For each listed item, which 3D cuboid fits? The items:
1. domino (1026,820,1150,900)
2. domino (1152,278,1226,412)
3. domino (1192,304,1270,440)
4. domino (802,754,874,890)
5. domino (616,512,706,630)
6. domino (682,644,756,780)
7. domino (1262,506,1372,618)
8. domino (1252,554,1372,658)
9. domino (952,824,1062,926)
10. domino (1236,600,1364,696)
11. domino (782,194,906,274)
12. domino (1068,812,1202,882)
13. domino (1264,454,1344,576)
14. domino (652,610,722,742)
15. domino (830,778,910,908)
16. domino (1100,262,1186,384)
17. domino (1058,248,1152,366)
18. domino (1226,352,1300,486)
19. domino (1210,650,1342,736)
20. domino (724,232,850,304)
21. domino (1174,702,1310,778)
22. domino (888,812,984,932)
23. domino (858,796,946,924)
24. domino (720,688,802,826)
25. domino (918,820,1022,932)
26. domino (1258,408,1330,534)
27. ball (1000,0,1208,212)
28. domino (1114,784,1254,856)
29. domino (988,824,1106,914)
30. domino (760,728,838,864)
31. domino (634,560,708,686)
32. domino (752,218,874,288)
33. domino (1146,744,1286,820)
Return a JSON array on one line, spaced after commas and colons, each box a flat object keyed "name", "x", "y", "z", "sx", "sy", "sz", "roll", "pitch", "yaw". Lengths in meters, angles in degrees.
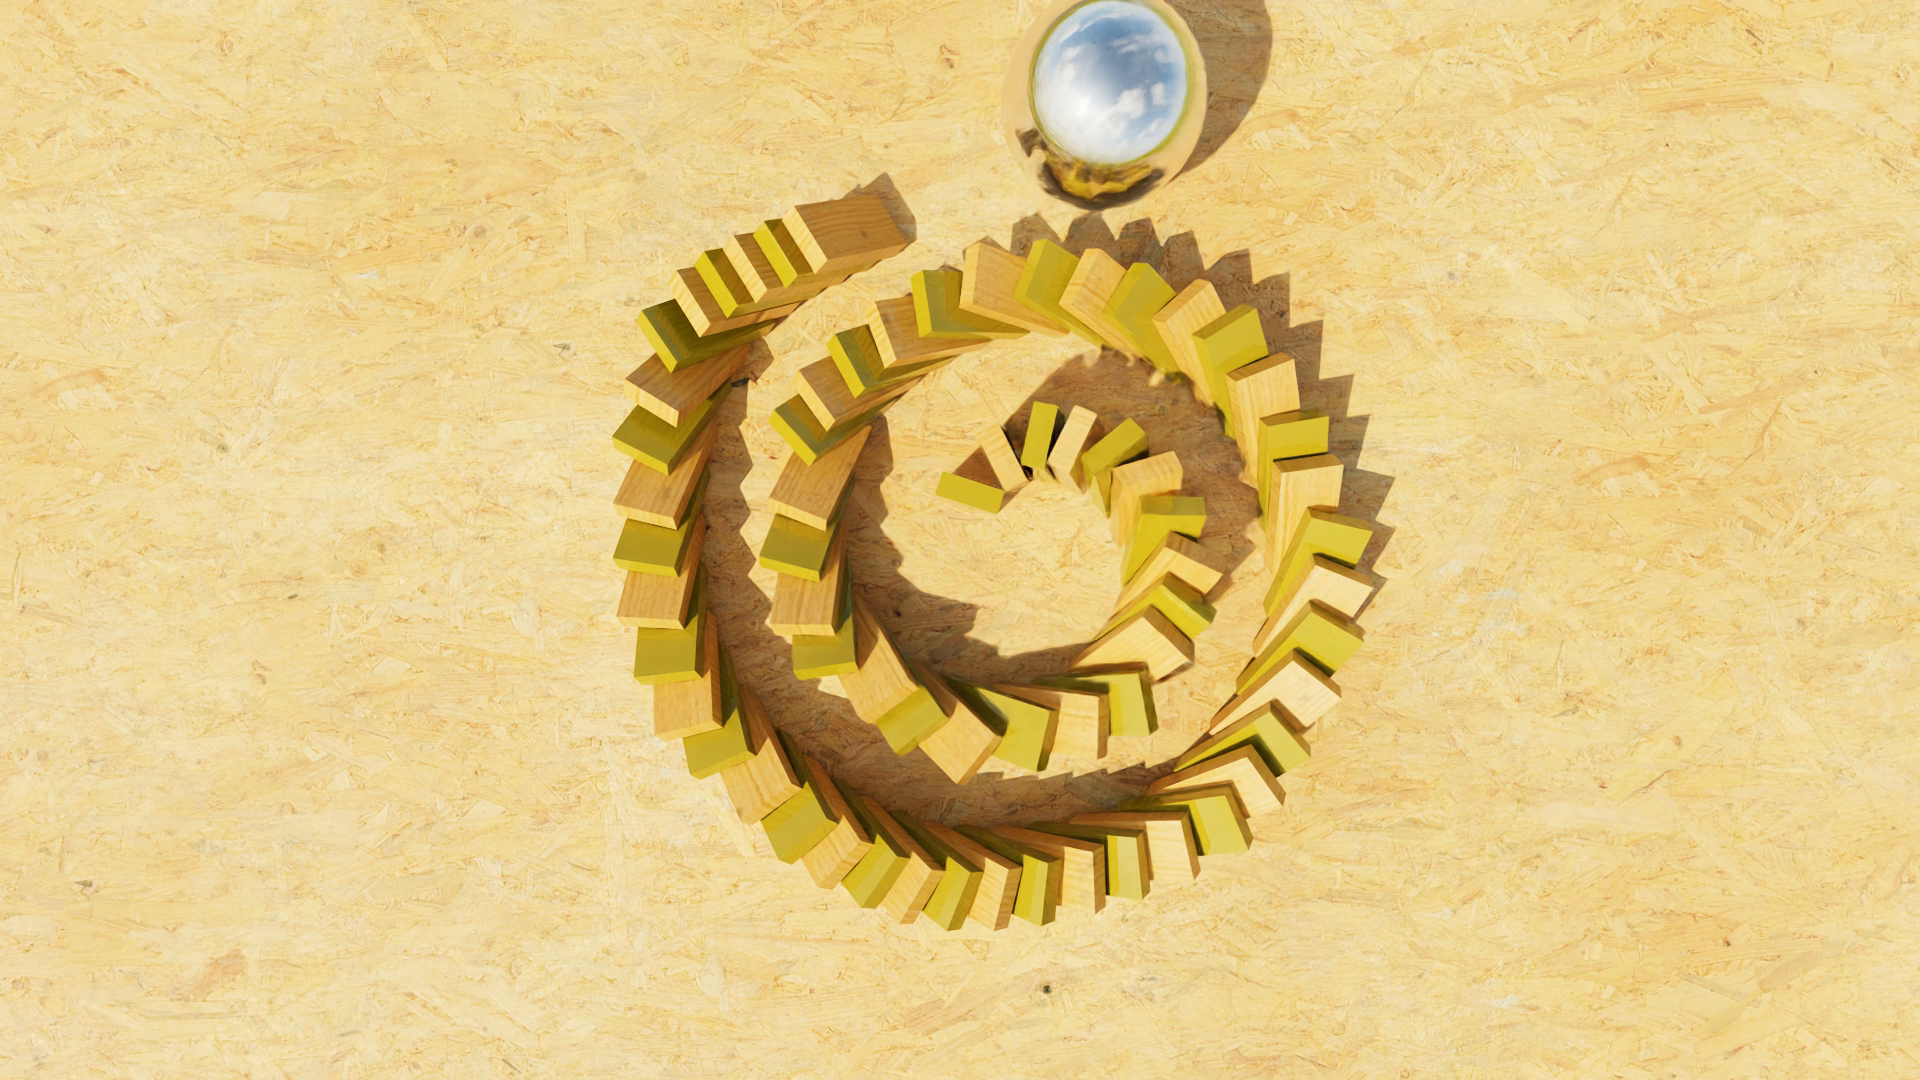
[{"name": "domino", "x": 0.053, "y": 0.133, "z": 0.383, "sx": 0.050, "sy": 0.009, "sz": 0.025, "roll": -6, "pitch": 90, "yaw": 32}, {"name": "domino", "x": 0.103, "y": -0.080, "z": 0.383, "sx": 0.025, "sy": 0.010, "sz": 0.050, "roll": -41, "pitch": 123, "yaw": 0}, {"name": "domino", "x": 0.116, "y": -0.069, "z": 0.382, "sx": 0.025, "sy": 0.009, "sz": 0.050, "roll": -32, "pitch": 122, "yaw": -4}, {"name": "domino", "x": -0.059, "y": 0.116, "z": 0.380, "sx": 0.025, "sy": 0.009, "sz": 0.050, "roll": -47, "pitch": 50, "yaw": 1}, {"name": "domino", "x": -0.124, "y": 0.012, "z": 0.384, "sx": 0.025, "sy": 0.010, "sz": 0.050, "roll": 3, "pitch": 62, "yaw": 1}, {"name": "domino", "x": -0.104, "y": 0.071, "z": 0.384, "sx": 0.025, "sy": 0.010, "sz": 0.050, "roll": -23, "pitch": 60, "yaw": 0}, {"name": "domino", "x": 0.149, "y": 0.012, "z": 0.383, "sx": 0.025, "sy": 0.010, "sz": 0.050, "roll": 13, "pitch": 121, "yaw": 0}, {"name": "domino", "x": 0.146, "y": 0.032, "z": 0.383, "sx": 0.025, "sy": 0.009, "sz": 0.050, "roll": 22, "pitch": 121, "yaw": -1}, {"name": "domino", "x": 0.017, "y": 0.138, "z": 0.380, "sx": 0.050, "sy": 0.009, "sz": 0.025, "roll": 6, "pitch": 90, "yaw": 40}, {"name": "domino", "x": 0.141, "y": 0.051, "z": 0.383, "sx": 0.025, "sy": 0.010, "sz": 0.050, "roll": 30, "pitch": 120, "yaw": -2}, {"name": "domino", "x": -0.047, "y": -0.127, "z": 0.379, "sx": 0.010, "sy": 0.050, "sz": 0.025, "roll": -32, "pitch": 90, "yaw": 43}, {"name": "domino", "x": 0.072, "y": 0.128, "z": 0.382, "sx": 0.050, "sy": 0.009, "sz": 0.025, "roll": -12, "pitch": 92, "yaw": 32}, {"name": "domino", "x": 0.143, "y": -0.010, "z": 0.382, "sx": 0.025, "sy": 0.010, "sz": 0.050, "roll": -8, "pitch": 123, "yaw": -1}, {"name": "domino", "x": -0.114, "y": 0.056, "z": 0.383, "sx": 0.025, "sy": 0.010, "sz": 0.050, "roll": -15, "pitch": 60, "yaw": 4}, {"name": "domino", "x": -0.045, "y": 0.125, "z": 0.380, "sx": 0.050, "sy": 0.010, "sz": 0.025, "roll": 37, "pitch": 93, "yaw": 40}, {"name": "domino", "x": 0.083, "y": -0.090, "z": 0.382, "sx": 0.050, "sy": 0.009, "sz": 0.025, "roll": 33, "pitch": 89, "yaw": -34}, {"name": "domino", "x": 0.066, "y": -0.096, "z": 0.382, "sx": 0.050, "sy": 0.010, "sz": 0.025, "roll": 27, "pitch": 90, "yaw": -34}, {"name": "domino", "x": 0.128, "y": -0.050, "z": 0.383, "sx": 0.025, "sy": 0.010, "sz": 0.050, "roll": -21, "pitch": 121, "yaw": -1}, {"name": "domino", "x": 0.131, "y": 0.071, "z": 0.383, "sx": 0.025, "sy": 0.009, "sz": 0.050, "roll": 38, "pitch": 120, "yaw": 0}, {"name": "domino", "x": -0.070, "y": -0.115, "z": 0.379, "sx": 0.010, "sy": 0.050, "sz": 0.025, "roll": -32, "pitch": 90, "yaw": 43}, {"name": "domino", "x": 0.118, "y": 0.092, "z": 0.384, "sx": 0.025, "sy": 0.010, "sz": 0.050, "roll": 48, "pitch": 118, "yaw": 0}, {"name": "domino", "x": -0.015, "y": 0.136, "z": 0.380, "sx": 0.050, "sy": 0.010, "sz": 0.025, "roll": 22, "pitch": 91, "yaw": 41}, {"name": "domino", "x": -0.031, "y": 0.132, "z": 0.380, "sx": 0.050, "sy": 0.010, "sz": 0.025, "roll": 32, "pitch": 92, "yaw": 40}, {"name": "domino", "x": -0.088, "y": 0.090, "z": 0.382, "sx": 0.025, "sy": 0.010, "sz": 0.050, "roll": -36, "pitch": 57, "yaw": 0}, {"name": "domino", "x": 0.001, "y": 0.138, "z": 0.380, "sx": 0.050, "sy": 0.010, "sz": 0.025, "roll": 14, "pitch": 90, "yaw": 41}, {"name": "domino", "x": 0.139, "y": -0.028, "z": 0.384, "sx": 0.025, "sy": 0.009, "sz": 0.050, "roll": -9, "pitch": 119, "yaw": 0}, {"name": "ball", "x": 0.056, "y": -0.172, "z": 0.360, "sx": 0.080, "sy": 0.080, "sz": 0.080, "roll": 0, "pitch": 90, "yaw": 0}, {"name": "domino", "x": 0.093, "y": 0.118, "z": 0.381, "sx": 0.050, "sy": 0.009, "sz": 0.025, "roll": -20, "pitch": 96, "yaw": 34}, {"name": "domino", "x": 0.036, "y": 0.136, "z": 0.381, "sx": 0.050, "sy": 0.010, "sz": 0.025, "roll": -1, "pitch": 91, "yaw": 36}, {"name": "domino", "x": -0.073, "y": 0.106, "z": 0.381, "sx": 0.025, "sy": 0.009, "sz": 0.050, "roll": -41, "pitch": 51, "yaw": 0}, {"name": "domino", "x": -0.120, "y": 0.034, "z": 0.383, "sx": 0.025, "sy": 0.010, "sz": 0.050, "roll": -7, "pitch": 61, "yaw": 2}, {"name": "domino", "x": -0.058, "y": -0.121, "z": 0.379, "sx": 0.010, "sy": 0.050, "sz": 0.025, "roll": -32, "pitch": 90, "yaw": 43}, {"name": "domino", "x": 0.106, "y": 0.106, "z": 0.381, "sx": 0.050, "sy": 0.009, "sz": 0.025, "roll": -34, "pitch": 94, "yaw": 35}]
